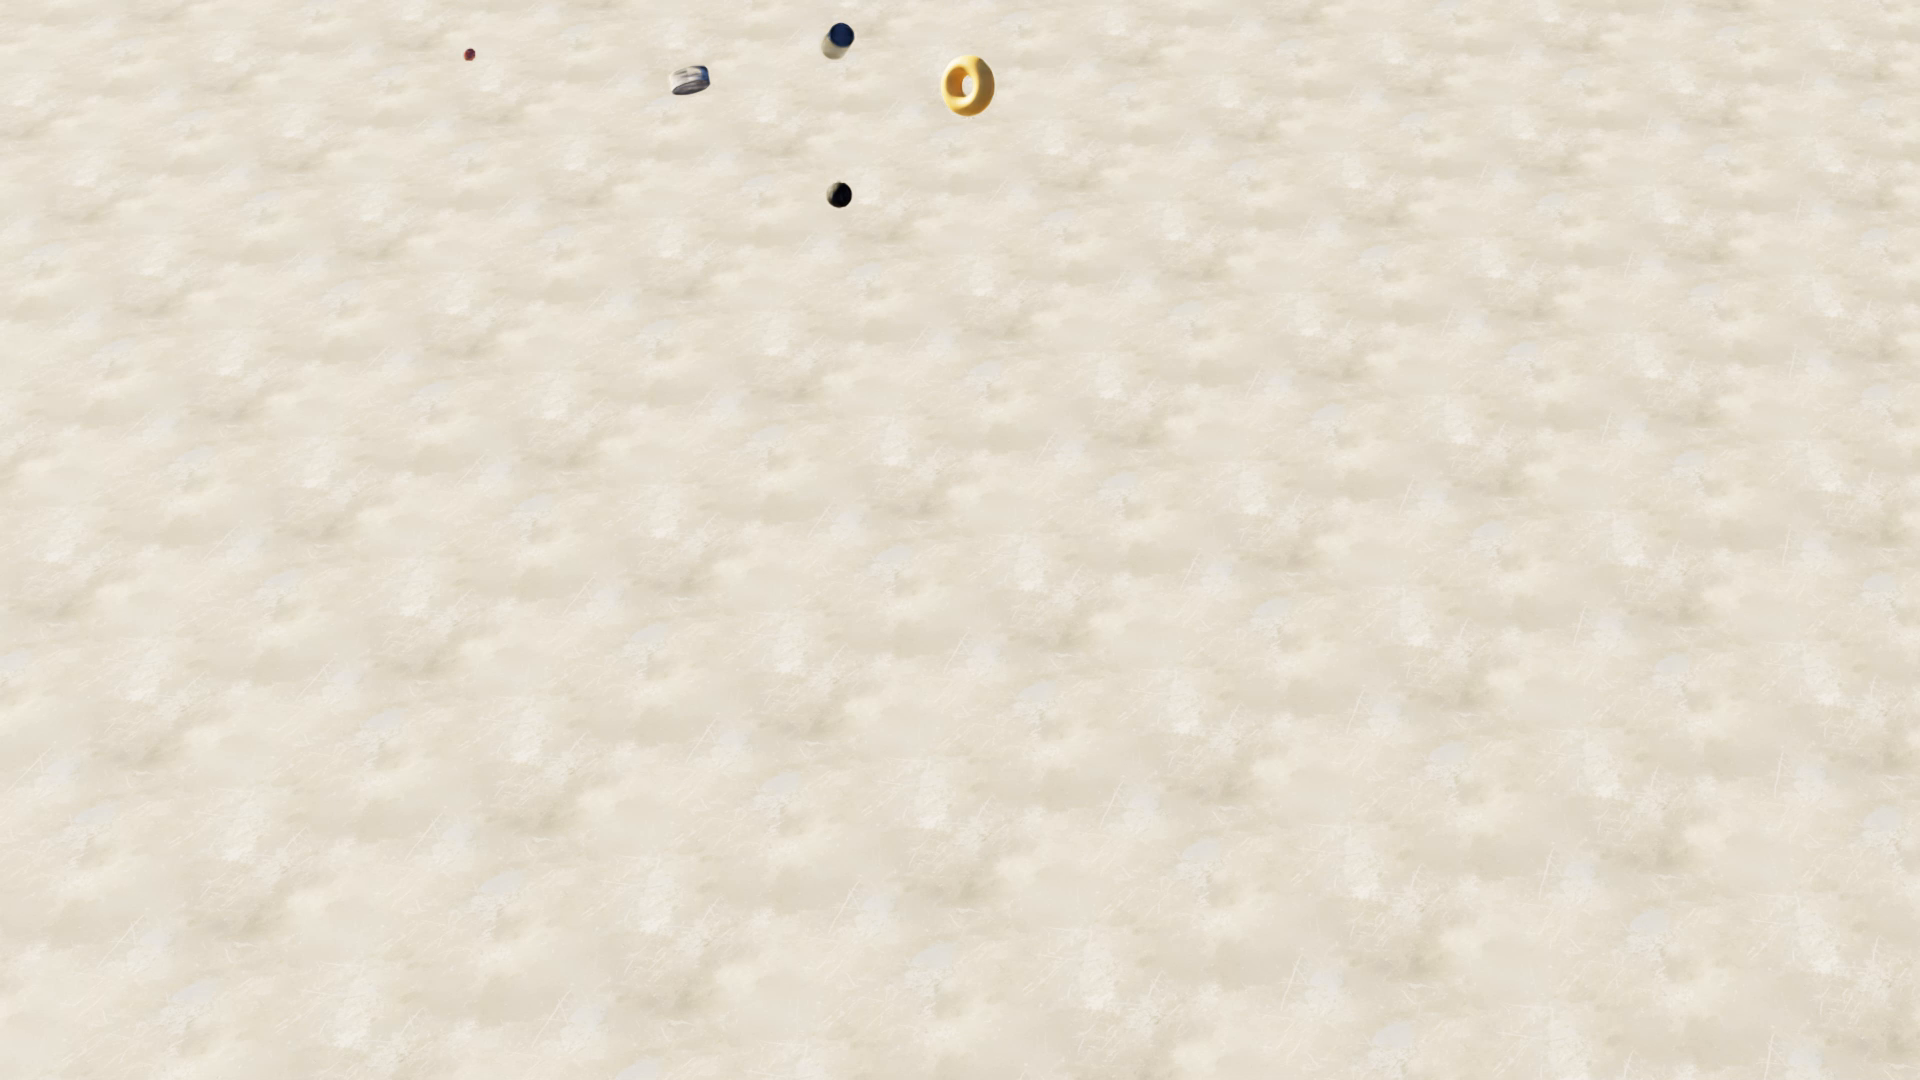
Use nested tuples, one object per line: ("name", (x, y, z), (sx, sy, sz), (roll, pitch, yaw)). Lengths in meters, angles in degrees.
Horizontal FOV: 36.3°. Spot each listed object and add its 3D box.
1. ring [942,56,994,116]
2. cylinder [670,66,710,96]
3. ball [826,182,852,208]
("ring", (0.021, -1.213, 7.824), (0.160, 0.162, 0.063), (15, 15, 33))
("cylinder", (-0.817, -1.389, 8.861), (0.120, 0.050, 0.068), (-13, 52, 1))
("ball", (-0.330, -0.942, 7.997), (0.072, 0.072, 0.072), (0, 33, 0))
